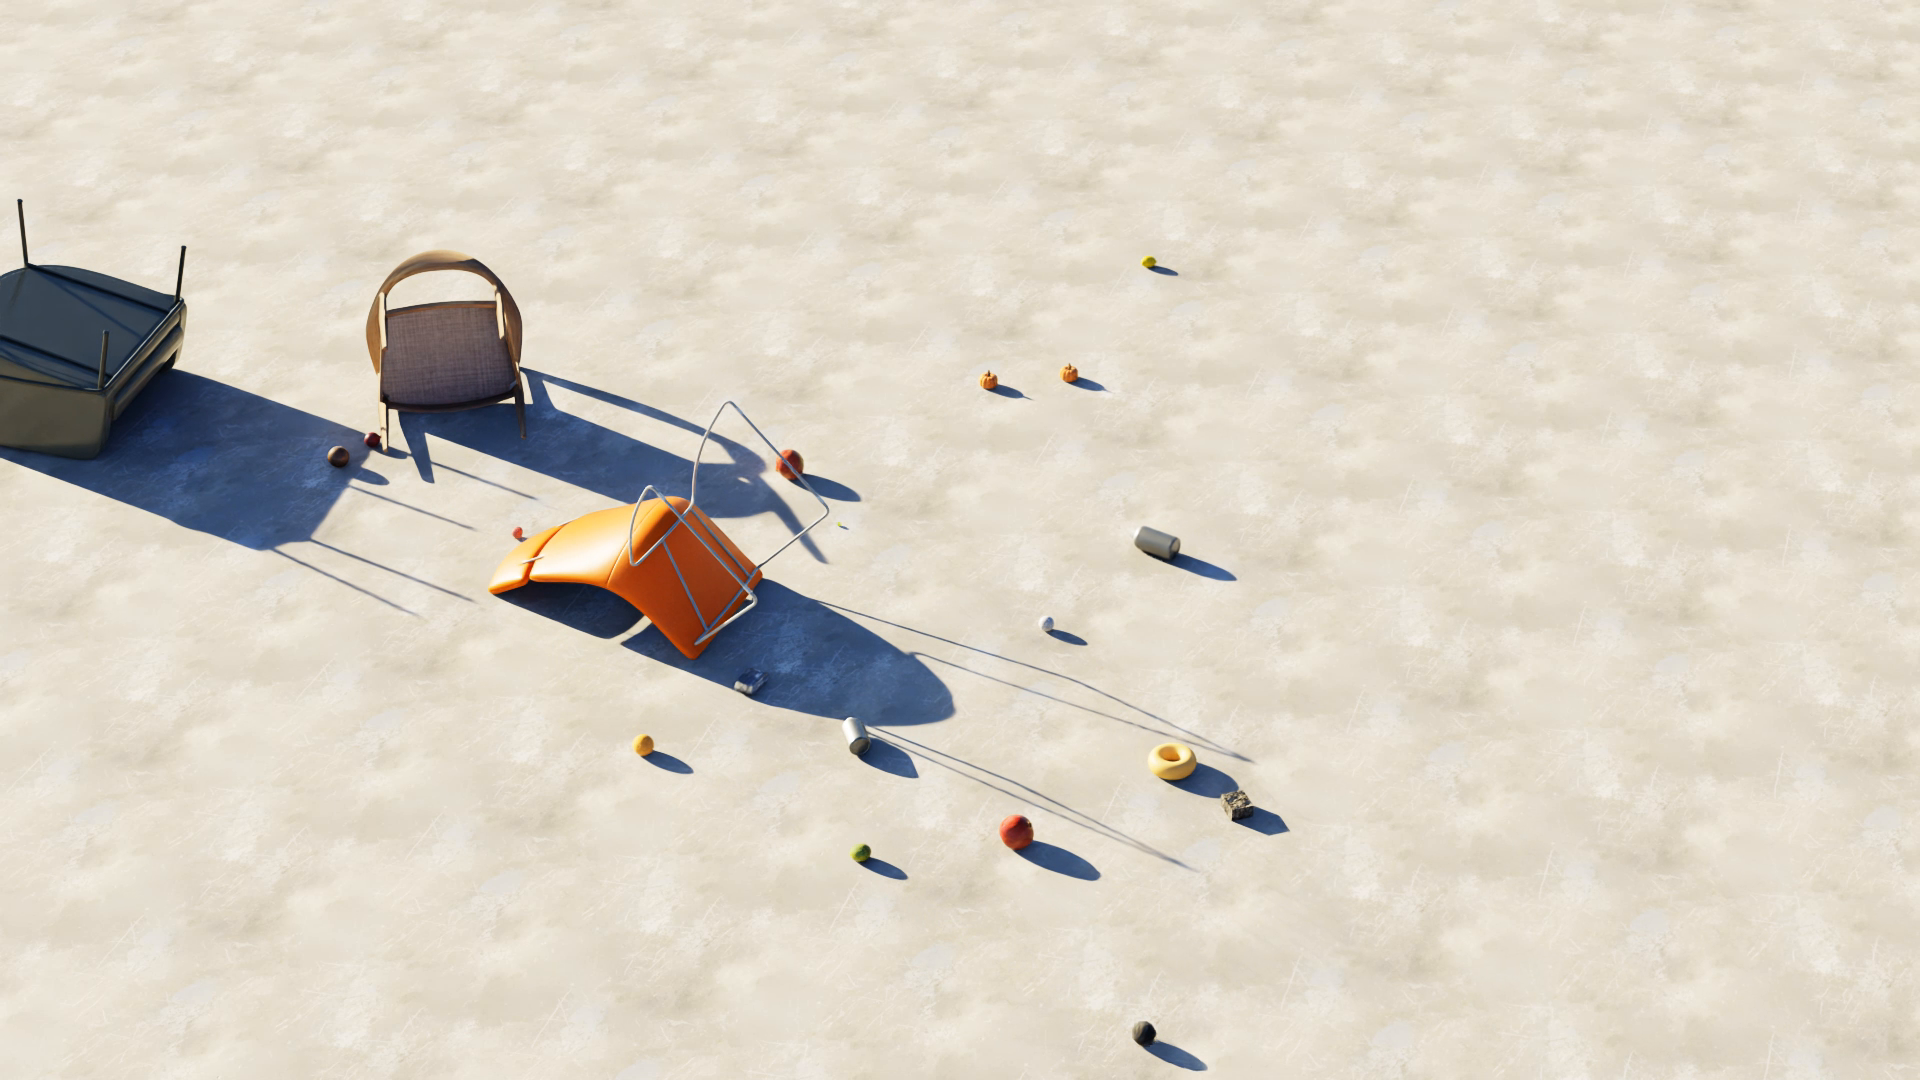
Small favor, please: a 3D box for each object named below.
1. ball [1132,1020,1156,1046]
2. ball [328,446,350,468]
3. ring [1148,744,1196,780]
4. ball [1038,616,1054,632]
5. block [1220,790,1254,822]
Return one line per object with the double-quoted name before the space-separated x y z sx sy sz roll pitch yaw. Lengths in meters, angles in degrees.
"ball" 0.543 1.457 8.667 0.072 0.072 0.072 0 33 0
"ball" -2.408 -0.322 11.358 0.083 0.083 0.083 0 33 0
"ring" 0.708 0.738 9.769 0.162 0.063 0.160 -2 33 -1
"ball" 0.309 0.297 10.441 0.057 0.057 0.057 0 33 0
"block" 0.906 0.868 9.584 0.076 0.047 0.086 -11 35 -16
